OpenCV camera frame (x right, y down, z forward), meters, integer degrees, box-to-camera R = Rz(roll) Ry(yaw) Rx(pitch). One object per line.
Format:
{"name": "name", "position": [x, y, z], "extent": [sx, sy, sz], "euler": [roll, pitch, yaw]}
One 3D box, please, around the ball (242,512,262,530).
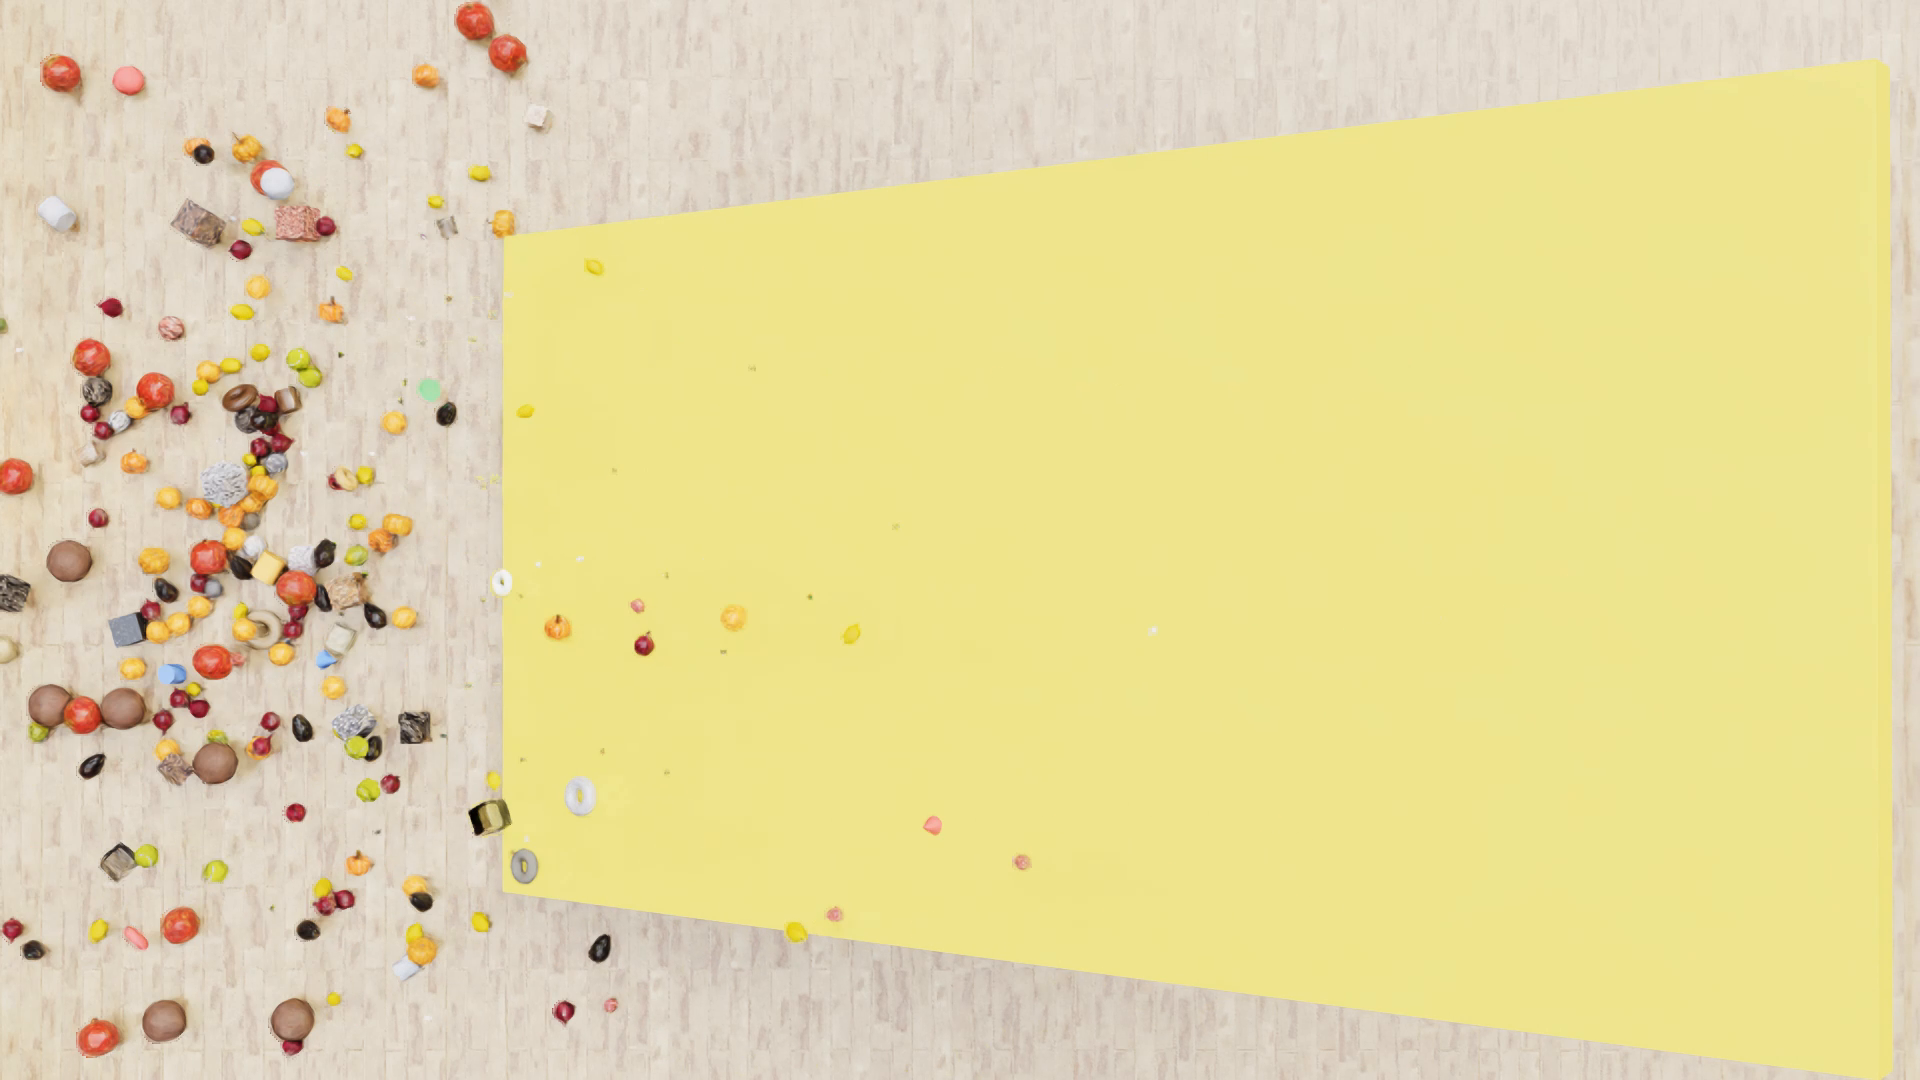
{"name": "ball", "position": [-2.180, -0.059, 6.767], "extent": [0.056, 0.056, 0.056], "euler": [0, 90, 0]}

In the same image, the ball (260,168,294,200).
{"name": "ball", "position": [-2.030, -1.059, 6.542], "extent": [0.096, 0.096, 0.096], "euler": [0, 90, 0]}

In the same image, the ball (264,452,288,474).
{"name": "ball", "position": [-2.102, -0.235, 6.762], "extent": [0.068, 0.068, 0.068], "euler": [0, 90, 0]}

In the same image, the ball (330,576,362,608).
{"name": "ball", "position": [-1.846, 0.156, 6.607], "extent": [0.092, 0.092, 0.092], "euler": [0, 90, 0]}

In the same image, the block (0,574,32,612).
{"name": "block", "position": [-2.899, 0.159, 6.678], "extent": [0.089, 0.089, 0.089], "euler": [2, 69, 27]}

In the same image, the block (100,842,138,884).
{"name": "block", "position": [-2.573, 0.987, 6.732], "extent": [0.075, 0.075, 0.075], "euler": [42, 50, 5]}

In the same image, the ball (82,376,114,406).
{"name": "ball", "position": [-2.648, -0.456, 6.753], "extent": [0.089, 0.089, 0.089], "euler": [0, 90, 0]}

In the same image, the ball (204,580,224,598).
{"name": "ball", "position": [-2.290, 0.150, 6.746], "extent": [0.058, 0.058, 0.058], "euler": [0, 90, 0]}

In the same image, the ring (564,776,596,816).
{"name": "ring", "position": [-1.117, 0.754, 6.475], "extent": [0.121, 0.040, 0.121], "euler": [-2, 87, 37]}

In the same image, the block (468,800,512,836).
{"name": "block", "position": [-1.427, 0.843, 6.681], "extent": [0.082, 0.082, 0.082], "euler": [-30, 72, 33]}

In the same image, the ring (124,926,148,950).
{"name": "ring", "position": [-2.510, 1.213, 6.700], "extent": [0.093, 0.093, 0.031], "euler": [45, 74, 0]}

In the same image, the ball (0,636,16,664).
{"name": "ball", "position": [-2.943, 0.338, 6.748], "extent": [0.088, 0.088, 0.088], "euler": [0, 90, 0]}

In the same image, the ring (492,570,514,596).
{"name": "ring", "position": [-1.392, 0.133, 6.695], "extent": [0.081, 0.027, 0.081], "euler": [-2, 87, 38]}

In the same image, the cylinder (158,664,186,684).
{"name": "cylinder", "position": [-2.419, 0.413, 6.752], "extent": [0.060, 0.060, 0.060], "euler": [-1, 86, 16]}

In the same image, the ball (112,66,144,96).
{"name": "ball", "position": [-2.556, -1.413, 6.760], "extent": [0.090, 0.090, 0.090], "euler": [0, 90, 0]}

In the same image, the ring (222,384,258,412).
{"name": "ring", "position": [-2.210, -0.437, 6.749], "extent": [0.115, 0.115, 0.038], "euler": [-22, 128, 0]}

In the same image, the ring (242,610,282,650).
{"name": "ring", "position": [-2.148, 0.277, 6.772], "extent": [0.126, 0.042, 0.126], "euler": [0, 91, 0]}

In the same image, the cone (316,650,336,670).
{"name": "cone", "position": [-1.926, 0.369, 6.724], "extent": [0.057, 0.057, 0.057], "euler": [3, 90, 33]}

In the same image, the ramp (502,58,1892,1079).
{"name": "ramp", "position": [0.231, 0.065, 5.549], "extent": [4.000, 0.100, 2.000], "euler": [0, 89, 37]}

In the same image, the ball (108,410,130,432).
{"name": "ball", "position": [-2.583, -0.365, 6.754], "extent": [0.065, 0.065, 0.065], "euler": [0, 90, 0]}

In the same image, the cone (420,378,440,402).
{"name": "cone", "position": [-1.642, -0.455, 6.758], "extent": [0.070, 0.070, 0.070], "euler": [6, 80, -35]}

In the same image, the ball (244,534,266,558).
{"name": "ball", "position": [-2.168, 0.018, 6.760], "extent": [0.068, 0.068, 0.068], "euler": [0, 90, 0]}

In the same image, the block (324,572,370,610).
{"name": "block", "position": [-1.880, 0.158, 6.747], "extent": [0.092, 0.092, 0.092], "euler": [-20, 90, 0]}

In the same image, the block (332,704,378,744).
{"name": "block", "position": [-1.848, 0.562, 6.716], "extent": [0.082, 0.082, 0.082], "euler": [-42, 80, 18]}

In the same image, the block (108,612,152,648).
{"name": "block", "position": [-2.545, 0.275, 6.750], "extent": [0.086, 0.086, 0.086], "euler": [-17, 90, 0]}

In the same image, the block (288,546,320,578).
{"name": "block", "position": [-2.015, 0.067, 6.746], "extent": [0.069, 0.069, 0.069], "euler": [-4, 125, 0]}

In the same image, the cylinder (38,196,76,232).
{"name": "cylinder", "position": [-2.758, -0.995, 6.718], "extent": [0.078, 0.078, 0.078], "euler": [41, 90, 7]}

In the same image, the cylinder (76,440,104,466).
{"name": "cylinder", "position": [-2.678, -0.265, 6.767], "extent": [0.059, 0.059, 0.059], "euler": [-28, 90, 0]}

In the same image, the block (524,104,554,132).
{"name": "block", "position": [-1.293, -1.297, 6.756], "extent": [0.060, 0.060, 0.060], "euler": [16, 84, 9]}

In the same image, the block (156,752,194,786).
{"name": "block", "position": [-2.381, 0.696, 6.673], "extent": [0.064, 0.064, 0.064], "euler": [12, 49, 33]}

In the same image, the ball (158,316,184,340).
{"name": "ball", "position": [-2.426, -0.653, 6.762], "extent": [0.075, 0.075, 0.075], "euler": [0, 90, 0]}

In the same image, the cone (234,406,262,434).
{"name": "cone", "position": [-2.200, -0.374, 6.753], "extent": [0.088, 0.088, 0.088], "euler": [0, 90, 0]}

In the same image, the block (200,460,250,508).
{"name": "block", "position": [-2.235, -0.172, 6.686], "extent": [0.093, 0.093, 0.093], "euler": [19, 129, 22]}

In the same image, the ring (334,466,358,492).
{"name": "ring", "position": [-1.868, -0.185, 6.693], "extent": [0.030, 0.089, 0.089], "euler": [-33, 90, 11]}

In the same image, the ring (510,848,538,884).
{"name": "ring", "position": [-1.311, 0.983, 6.622], "extent": [0.106, 0.035, 0.106], "euler": [-2, 87, 37]}

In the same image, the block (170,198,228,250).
{"name": "block", "position": [-2.323, -0.964, 6.713], "extent": [0.098, 0.098, 0.098], "euler": [29, 85, 27]}

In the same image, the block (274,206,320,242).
{"name": "block", "position": [-2.030, -0.969, 6.743], "extent": [0.096, 0.096, 0.096], "euler": [-2, 90, 15]}

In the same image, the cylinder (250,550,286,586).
{"name": "cylinder", "position": [-2.124, 0.085, 6.755], "extent": [0.078, 0.078, 0.078], "euler": [31, 90, 0]}

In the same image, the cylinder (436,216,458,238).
{"name": "cylinder", "position": [-1.577, -0.961, 6.763], "extent": [0.055, 0.055, 0.055], "euler": [-15, 98, 0]}

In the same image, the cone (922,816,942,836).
{"name": "cone", "position": [-0.082, 0.741, 5.685], "extent": [0.052, 0.052, 0.052], "euler": [0, 89, 37]}
